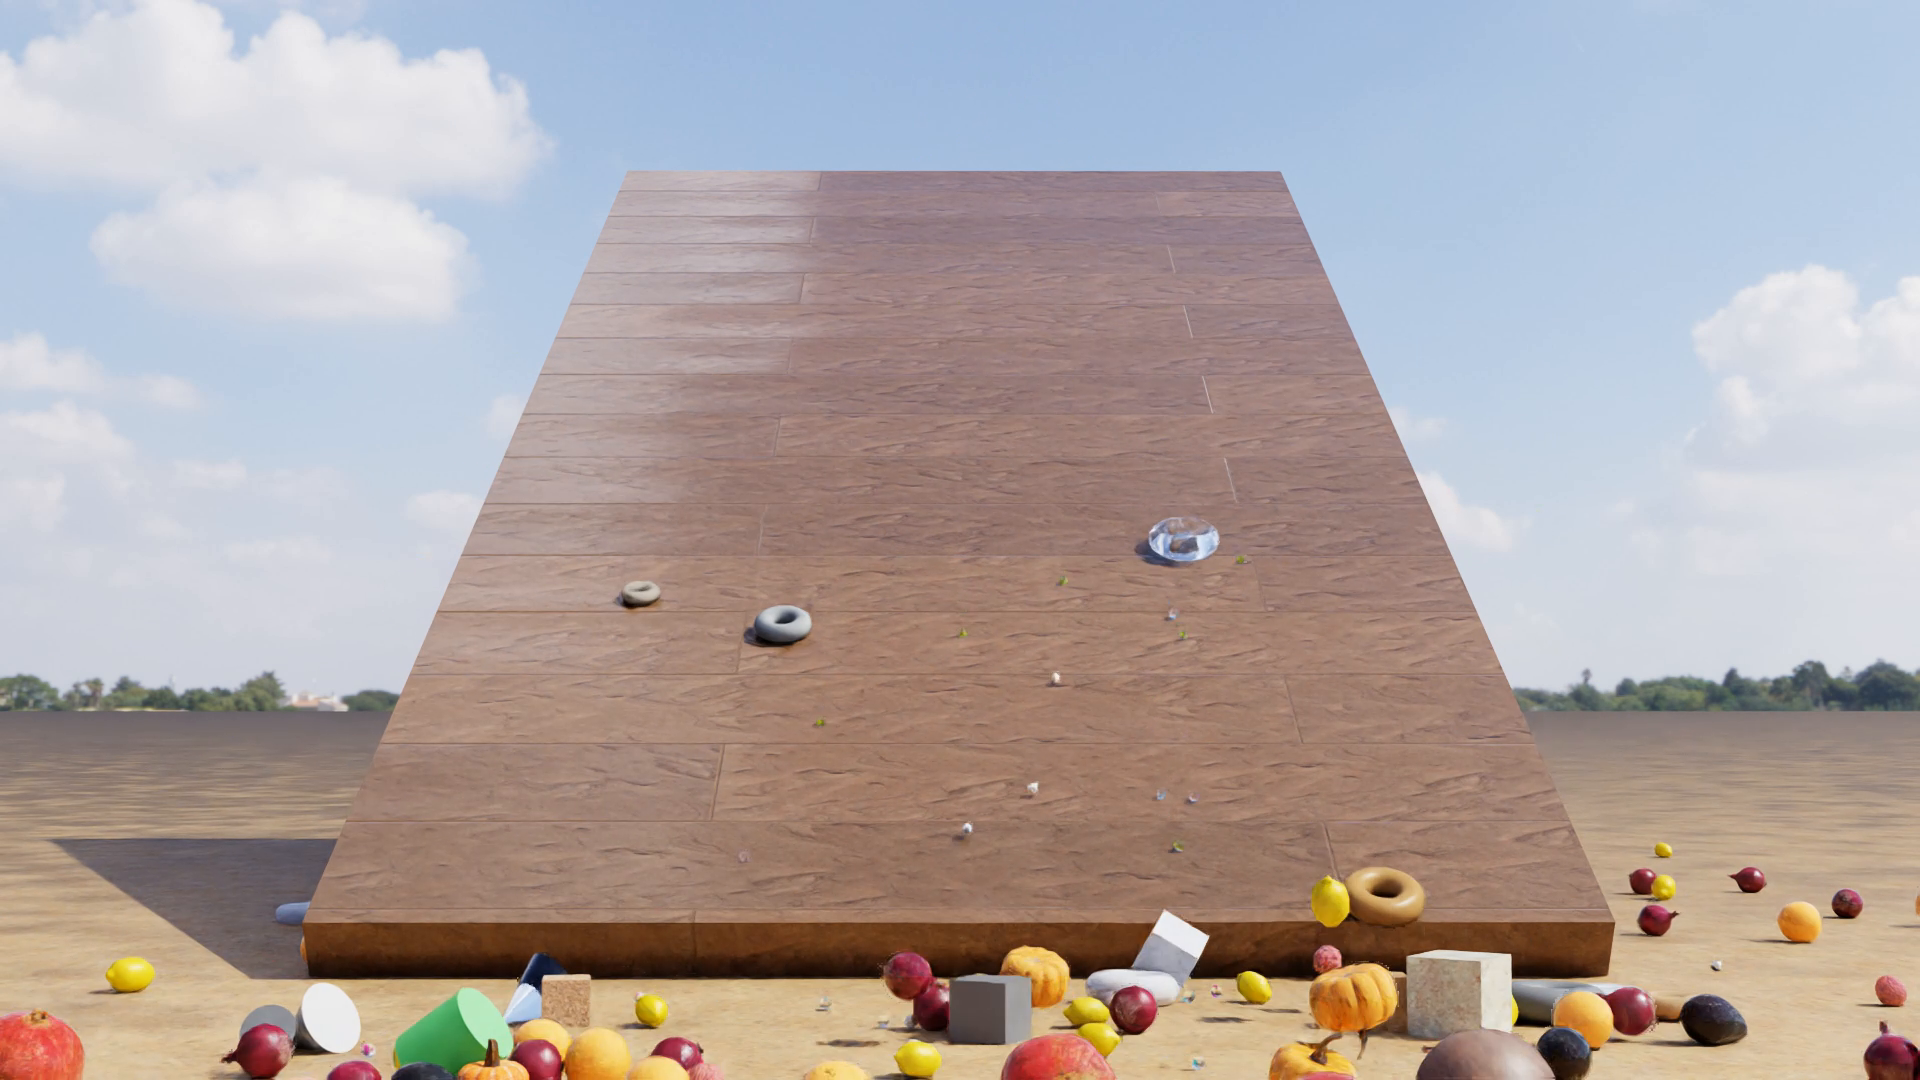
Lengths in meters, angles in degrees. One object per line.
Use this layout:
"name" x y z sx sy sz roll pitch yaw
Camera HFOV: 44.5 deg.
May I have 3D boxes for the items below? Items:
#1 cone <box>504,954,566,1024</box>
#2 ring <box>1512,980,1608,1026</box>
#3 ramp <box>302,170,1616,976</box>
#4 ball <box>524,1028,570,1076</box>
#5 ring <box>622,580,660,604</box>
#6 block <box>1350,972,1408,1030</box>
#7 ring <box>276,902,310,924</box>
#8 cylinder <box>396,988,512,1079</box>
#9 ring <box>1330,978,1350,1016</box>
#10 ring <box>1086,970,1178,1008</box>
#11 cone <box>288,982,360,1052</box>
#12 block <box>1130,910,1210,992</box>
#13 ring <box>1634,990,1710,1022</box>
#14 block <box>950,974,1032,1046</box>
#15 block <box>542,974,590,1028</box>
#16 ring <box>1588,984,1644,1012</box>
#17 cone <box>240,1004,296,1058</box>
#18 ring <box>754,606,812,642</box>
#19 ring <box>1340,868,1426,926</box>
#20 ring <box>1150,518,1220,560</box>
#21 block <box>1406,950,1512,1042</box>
"cone" -0.574 0.616 3.113 0.097 0.097 0.097 -4 23 45
"ring" 0.785 0.614 3.112 0.145 0.048 0.145 1 -4 0
"ramp" -0.009 -0.229 5.401 2.000 0.100 4.000 0 25 0
"ball" -0.467 0.579 2.656 0.051 0.051 0.051 0 -4 0
"ring" -0.619 0.102 4.553 0.075 0.025 0.075 1 25 -1
"block" 0.546 0.599 3.051 0.068 0.068 0.068 0 -4 3
"ring" -1.258 0.717 4.510 0.111 0.037 0.111 -1 -4 0
"cylinder" -0.533 0.533 2.476 0.086 0.086 0.086 -37 -11 8
"ring" 0.572 0.618 3.167 0.143 0.048 0.143 1 -4 0
"ring" 0.241 0.627 3.283 0.131 0.044 0.131 2 -5 0
"cone" -0.795 0.599 2.854 0.090 0.090 0.090 -31 -17 23
"block" 0.300 0.593 3.362 0.075 0.075 0.075 30 23 8
"ring" 0.951 0.623 3.135 0.098 0.033 0.098 -1 -4 0
"block" 0.038 0.586 2.932 0.076 0.076 0.076 -2 -5 27
"block" -0.515 0.604 3.071 0.061 0.061 0.061 1 -4 -8
"ring" 0.898 0.630 3.234 0.094 0.031 0.094 1 -5 0
"cone" -0.824 0.602 2.821 0.067 0.067 0.067 0 -31 -1
"ring" -0.333 0.159 4.422 0.109 0.036 0.109 0 27 0
"ring" 0.649 0.547 3.601 0.130 0.043 0.130 1 25 0
"ring" 0.454 -0.002 4.753 0.143 0.048 0.143 -1 26 0
"block" 0.635 0.578 2.983 0.099 0.099 0.099 -3 -5 35
